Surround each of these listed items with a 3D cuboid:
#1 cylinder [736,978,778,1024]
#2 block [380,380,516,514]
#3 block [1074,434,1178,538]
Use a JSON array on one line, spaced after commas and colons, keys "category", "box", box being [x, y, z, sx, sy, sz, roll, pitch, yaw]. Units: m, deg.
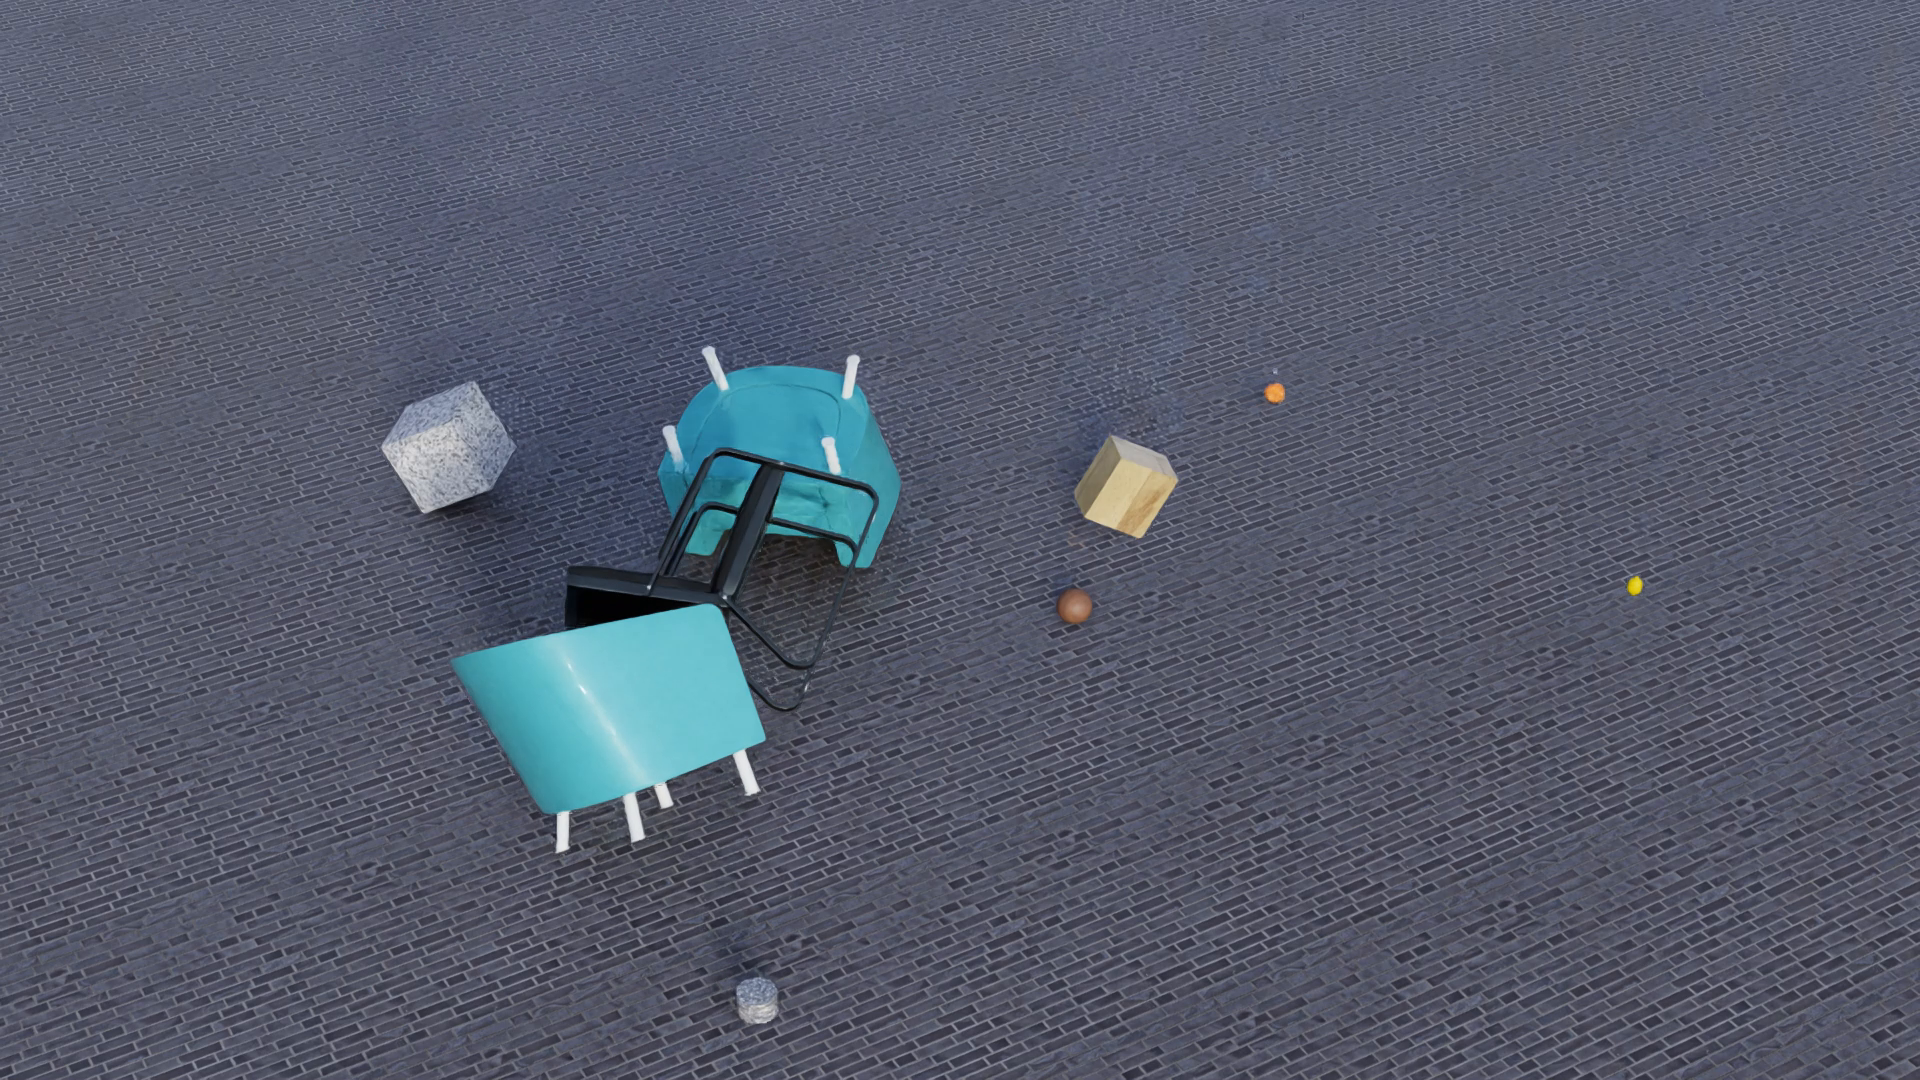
[{"category": "cylinder", "box": [-0.607, 1.380, 8.783, 0.122, 0.074, 0.126, -19, 38, -26]}, {"category": "block", "box": [-1.934, -0.352, 11.096, 0.311, 0.314, 0.310, -18, 27, 22]}, {"category": "block", "box": [0.616, -0.199, 10.915, 0.253, 0.276, 0.175, 20, 26, -25]}]
